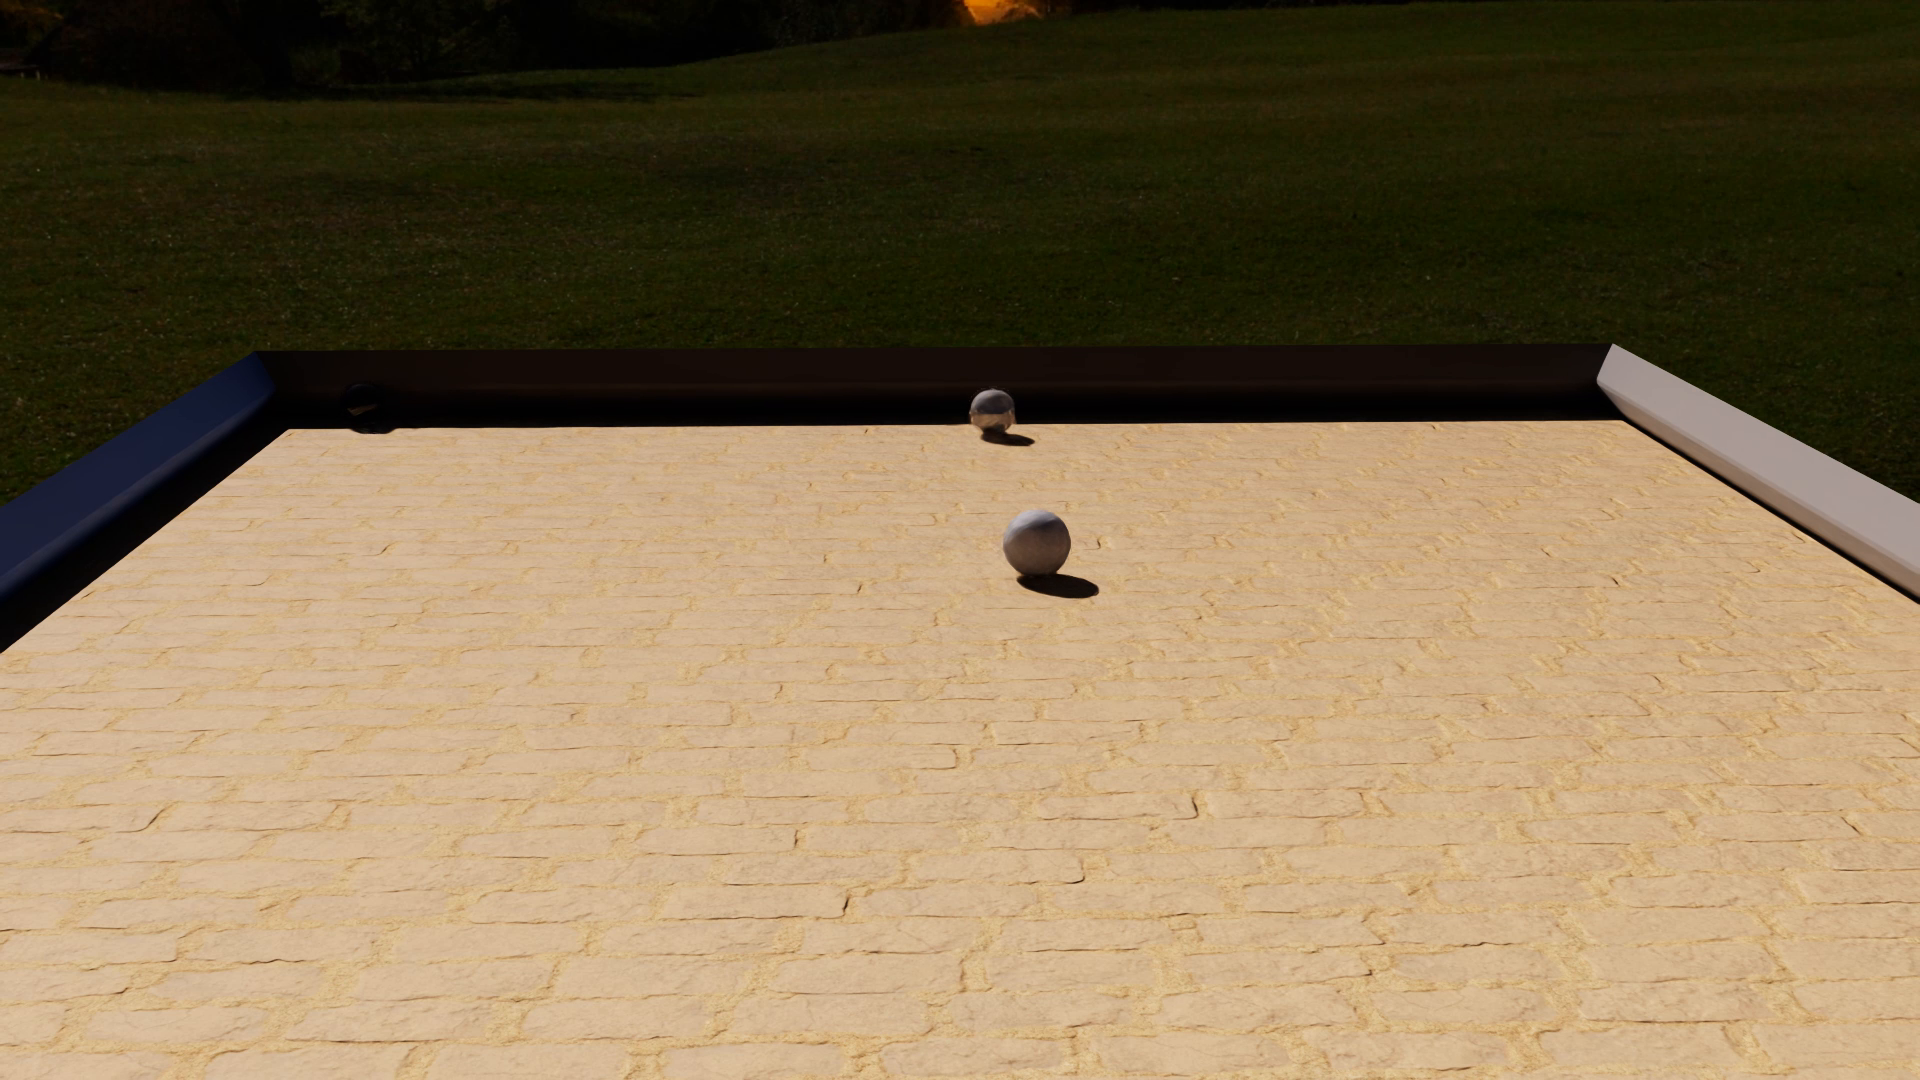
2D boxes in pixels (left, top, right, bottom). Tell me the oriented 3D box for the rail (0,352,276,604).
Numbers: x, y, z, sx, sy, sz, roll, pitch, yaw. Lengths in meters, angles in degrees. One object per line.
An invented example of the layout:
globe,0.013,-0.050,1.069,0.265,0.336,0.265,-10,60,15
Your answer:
rail,-1.172,0.269,1.863,0.045,0.118,4.339,0,15,-2

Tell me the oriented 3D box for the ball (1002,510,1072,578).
ball,0.102,0.005,2.926,0.091,0.091,0.091,0,15,0

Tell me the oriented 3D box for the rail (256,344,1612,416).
rail,-0.034,-0.286,3.975,2.463,0.118,0.045,0,15,-2

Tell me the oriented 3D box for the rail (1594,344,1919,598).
rail,1.242,0.249,1.938,0.045,0.118,4.339,0,15,-2

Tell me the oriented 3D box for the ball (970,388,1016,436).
ball,0.057,-0.221,3.807,0.080,0.080,0.080,0,15,0

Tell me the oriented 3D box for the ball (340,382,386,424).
ball,-1.057,-0.242,3.895,0.075,0.075,0.075,0,15,0
